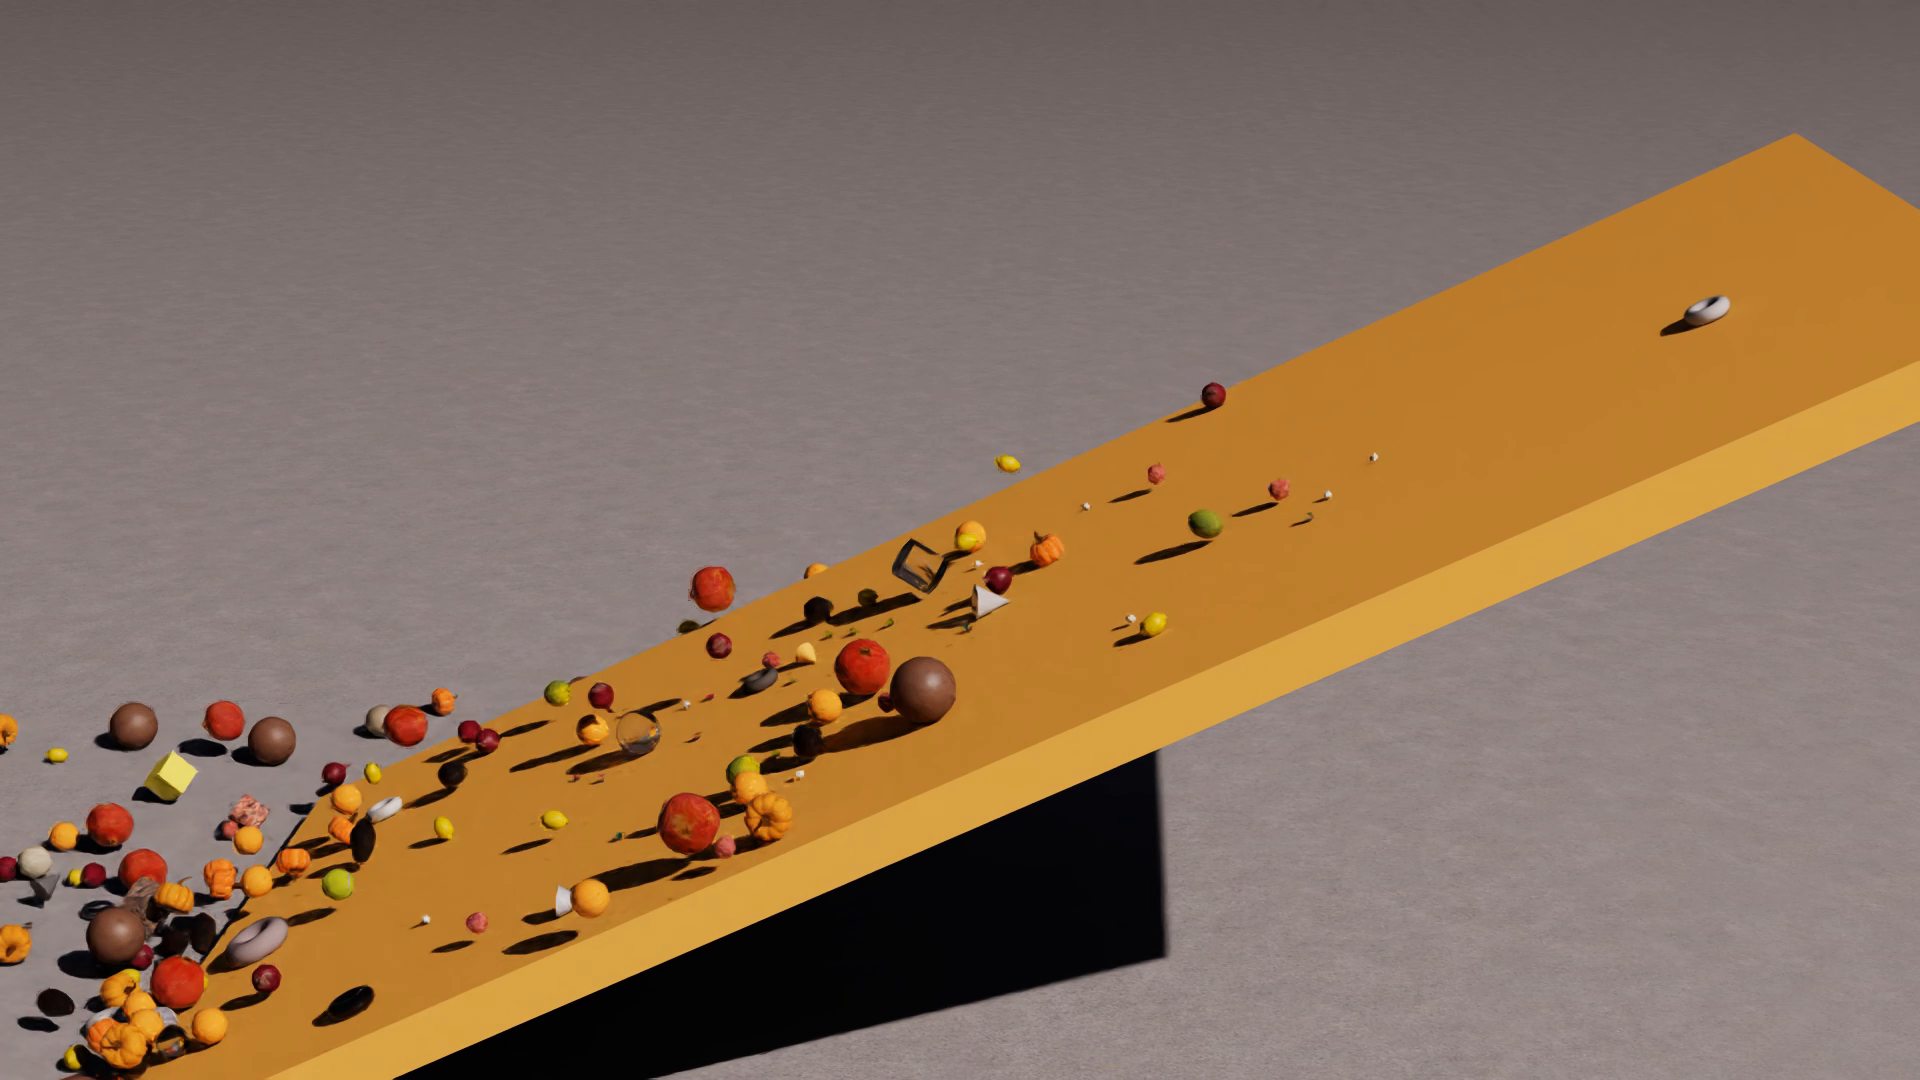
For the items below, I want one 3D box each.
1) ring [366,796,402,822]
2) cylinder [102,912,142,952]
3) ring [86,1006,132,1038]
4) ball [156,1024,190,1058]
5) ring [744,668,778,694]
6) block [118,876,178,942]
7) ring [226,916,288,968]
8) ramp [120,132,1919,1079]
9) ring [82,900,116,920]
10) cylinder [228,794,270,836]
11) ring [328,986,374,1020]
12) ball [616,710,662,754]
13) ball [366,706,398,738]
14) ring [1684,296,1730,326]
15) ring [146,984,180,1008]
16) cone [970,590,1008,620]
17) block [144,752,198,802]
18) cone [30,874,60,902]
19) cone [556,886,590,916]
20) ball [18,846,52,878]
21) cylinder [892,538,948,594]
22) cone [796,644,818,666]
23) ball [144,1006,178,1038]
[{"bbox_3d":[-1.378,0.645,7.041,0.093,0.031,0.093,-25,14,7],"label":"ring"},{"bbox_3d":[-1.948,0.912,6.843,0.070,0.070,0.070,1,20,4],"label":"cylinder"},{"bbox_3d":[-1.857,1.050,6.412,0.103,0.034,0.103,-15,15,4],"label":"ring"},{"bbox_3d":[-1.594,1.015,5.954,0.066,0.066,0.066,0,16,0],"label":"ball"},{"bbox_3d":[-0.444,0.313,6.547,0.087,0.029,0.087,-25,14,7],"label":"ring"},{"bbox_3d":[-1.915,0.866,6.917,0.094,0.094,0.094,28,18,-2],"label":"block"},{"bbox_3d":[-1.533,0.875,6.409,0.150,0.050,0.150,-26,17,8],"label":"ring"},{"bbox_3d":[0.136,0.169,6.282,4.000,0.100,2.000,-24,13,9],"label":"ramp"},{"bbox_3d":[-2.062,0.885,7.038,0.080,0.027,0.080,0,15,0],"label":"ring"},{"bbox_3d":[-1.816,0.702,7.517,0.077,0.077,0.077,37,16,-6],"label":"cylinder"},{"bbox_3d":[-1.179,0.897,5.696,0.098,0.033,0.098,-25,12,6],"label":"ring"},{"bbox_3d":[-0.707,0.422,6.470,0.099,0.099,0.099,0,16,0],"label":"ball"},{"bbox_3d":[-1.621,0.508,8.246,0.090,0.090,0.090,0,16,0],"label":"ball"},{"bbox_3d":[1.481,-0.454,5.829,0.094,0.031,0.094,-26,14,7],"label":"ring"},{"bbox_3d":[-1.736,0.993,6.402,0.079,0.026,0.079,-25,13,6],"label":"ring"},{"bbox_3d":[0.070,0.131,6.253,0.078,0.078,0.078,-19,20,-12],"label":"cone"},{"bbox_3d":[-2.077,0.625,7.735,0.083,0.083,0.083,-30,26,41],"label":"block"},{"bbox_3d":[-2.187,0.822,7.073,0.067,0.067,0.067,12,43,36],"label":"cone"},{"bbox_3d":[-0.741,0.694,5.650,0.062,0.062,0.062,1,16,-2],"label":"cone"},{"bbox_3d":[-2.280,0.793,7.246,0.081,0.081,0.081,0,16,0],"label":"ball"},{"bbox_3d":[-0.091,0.060,6.594,0.092,0.092,0.092,31,9,-15],"label":"cylinder"},{"bbox_3d":[-0.332,0.262,6.541,0.050,0.050,0.050,-13,17,-38],"label":"cone"},{"bbox_3d":[-1.663,1.005,6.125,0.067,0.067,0.067,0,16,0],"label":"ball"}]
